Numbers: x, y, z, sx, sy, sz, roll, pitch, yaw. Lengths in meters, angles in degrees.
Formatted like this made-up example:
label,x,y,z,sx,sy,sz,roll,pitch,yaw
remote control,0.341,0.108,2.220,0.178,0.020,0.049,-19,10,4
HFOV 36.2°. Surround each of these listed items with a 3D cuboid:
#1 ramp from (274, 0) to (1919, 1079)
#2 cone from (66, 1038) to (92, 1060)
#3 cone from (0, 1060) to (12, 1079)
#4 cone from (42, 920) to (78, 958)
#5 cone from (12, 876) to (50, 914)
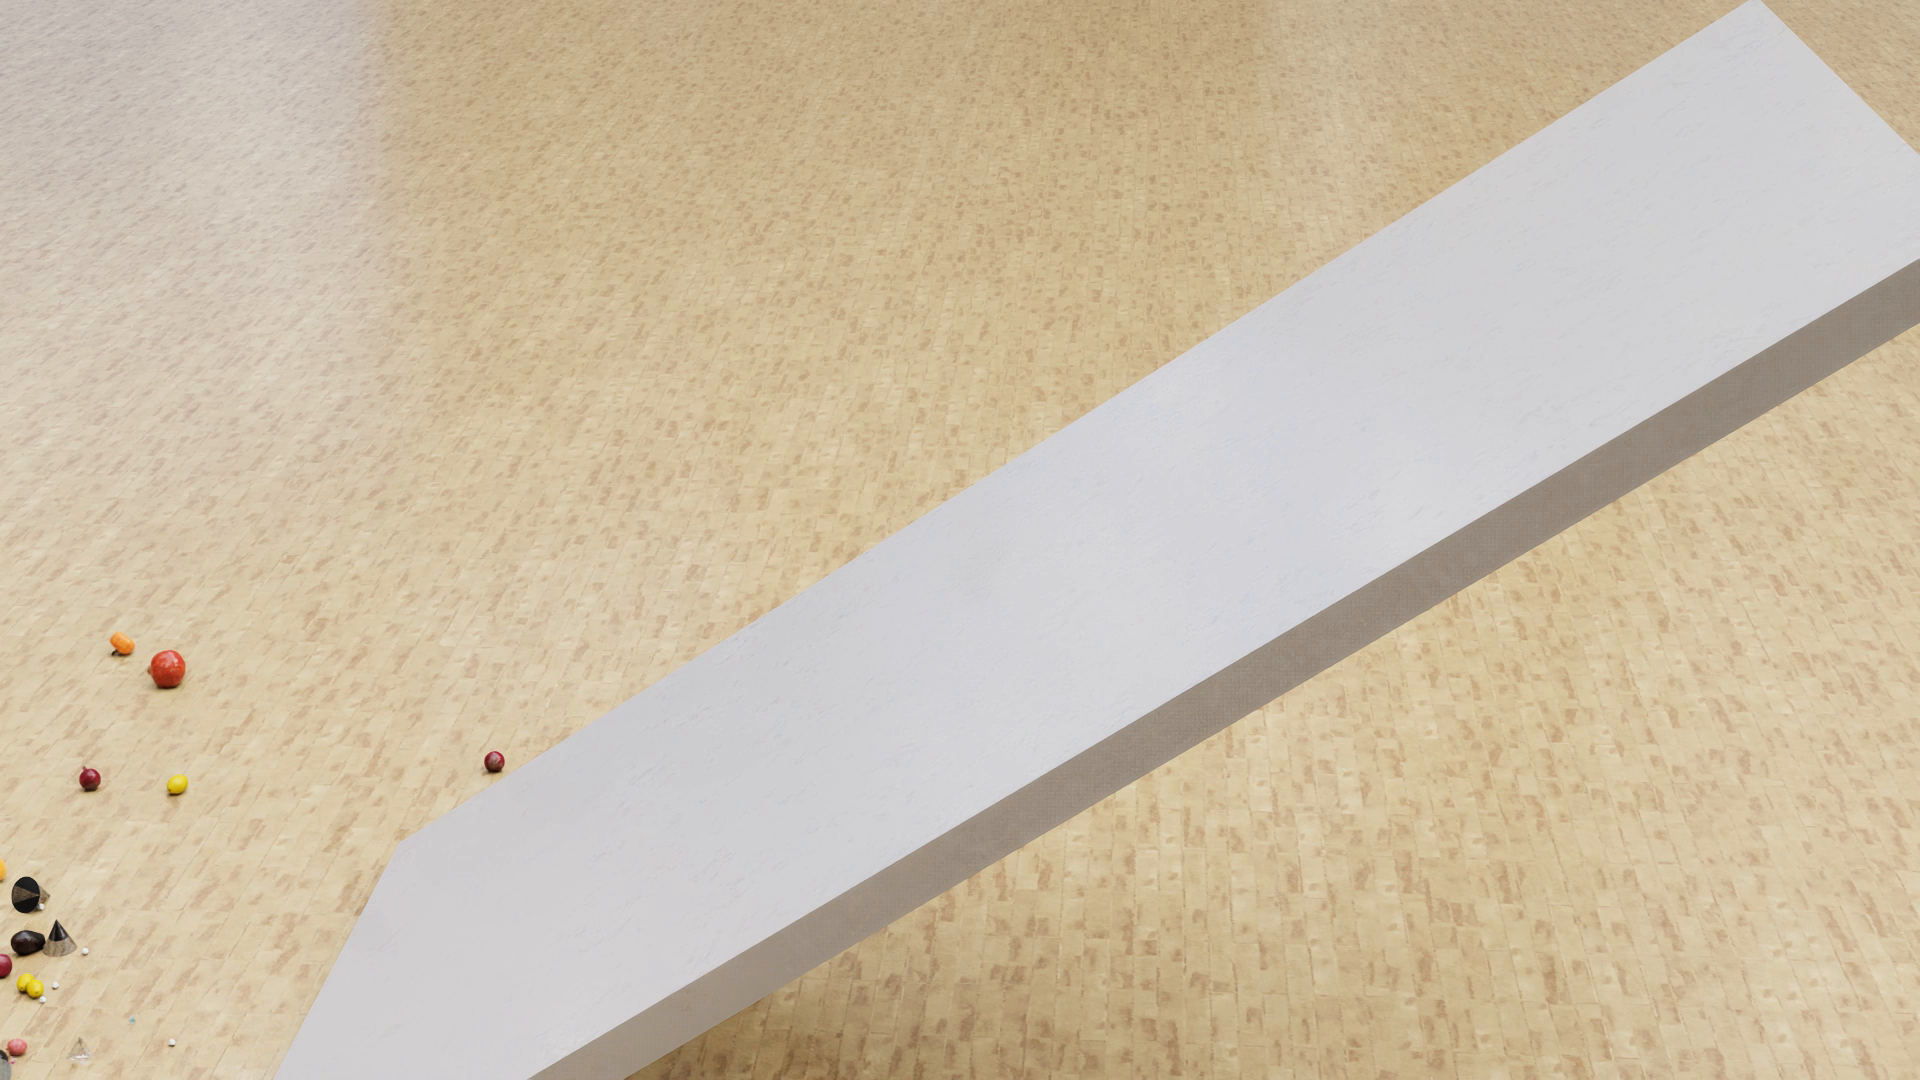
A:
label,x,y,z,sx,sy,sz,roll,pitch,yaw
ramp,0.137,0.173,6.302,4.000,0.100,2.000,-32,16,15
cone,-2.066,1.199,6.868,0.052,0.052,0.052,-32,28,-7
cone,-2.232,1.220,6.744,0.079,0.079,0.079,10,23,35
cone,-2.252,0.983,7.345,0.085,0.085,0.085,0,21,0
cone,-2.376,0.916,7.581,0.094,0.094,0.094,11,-3,26
